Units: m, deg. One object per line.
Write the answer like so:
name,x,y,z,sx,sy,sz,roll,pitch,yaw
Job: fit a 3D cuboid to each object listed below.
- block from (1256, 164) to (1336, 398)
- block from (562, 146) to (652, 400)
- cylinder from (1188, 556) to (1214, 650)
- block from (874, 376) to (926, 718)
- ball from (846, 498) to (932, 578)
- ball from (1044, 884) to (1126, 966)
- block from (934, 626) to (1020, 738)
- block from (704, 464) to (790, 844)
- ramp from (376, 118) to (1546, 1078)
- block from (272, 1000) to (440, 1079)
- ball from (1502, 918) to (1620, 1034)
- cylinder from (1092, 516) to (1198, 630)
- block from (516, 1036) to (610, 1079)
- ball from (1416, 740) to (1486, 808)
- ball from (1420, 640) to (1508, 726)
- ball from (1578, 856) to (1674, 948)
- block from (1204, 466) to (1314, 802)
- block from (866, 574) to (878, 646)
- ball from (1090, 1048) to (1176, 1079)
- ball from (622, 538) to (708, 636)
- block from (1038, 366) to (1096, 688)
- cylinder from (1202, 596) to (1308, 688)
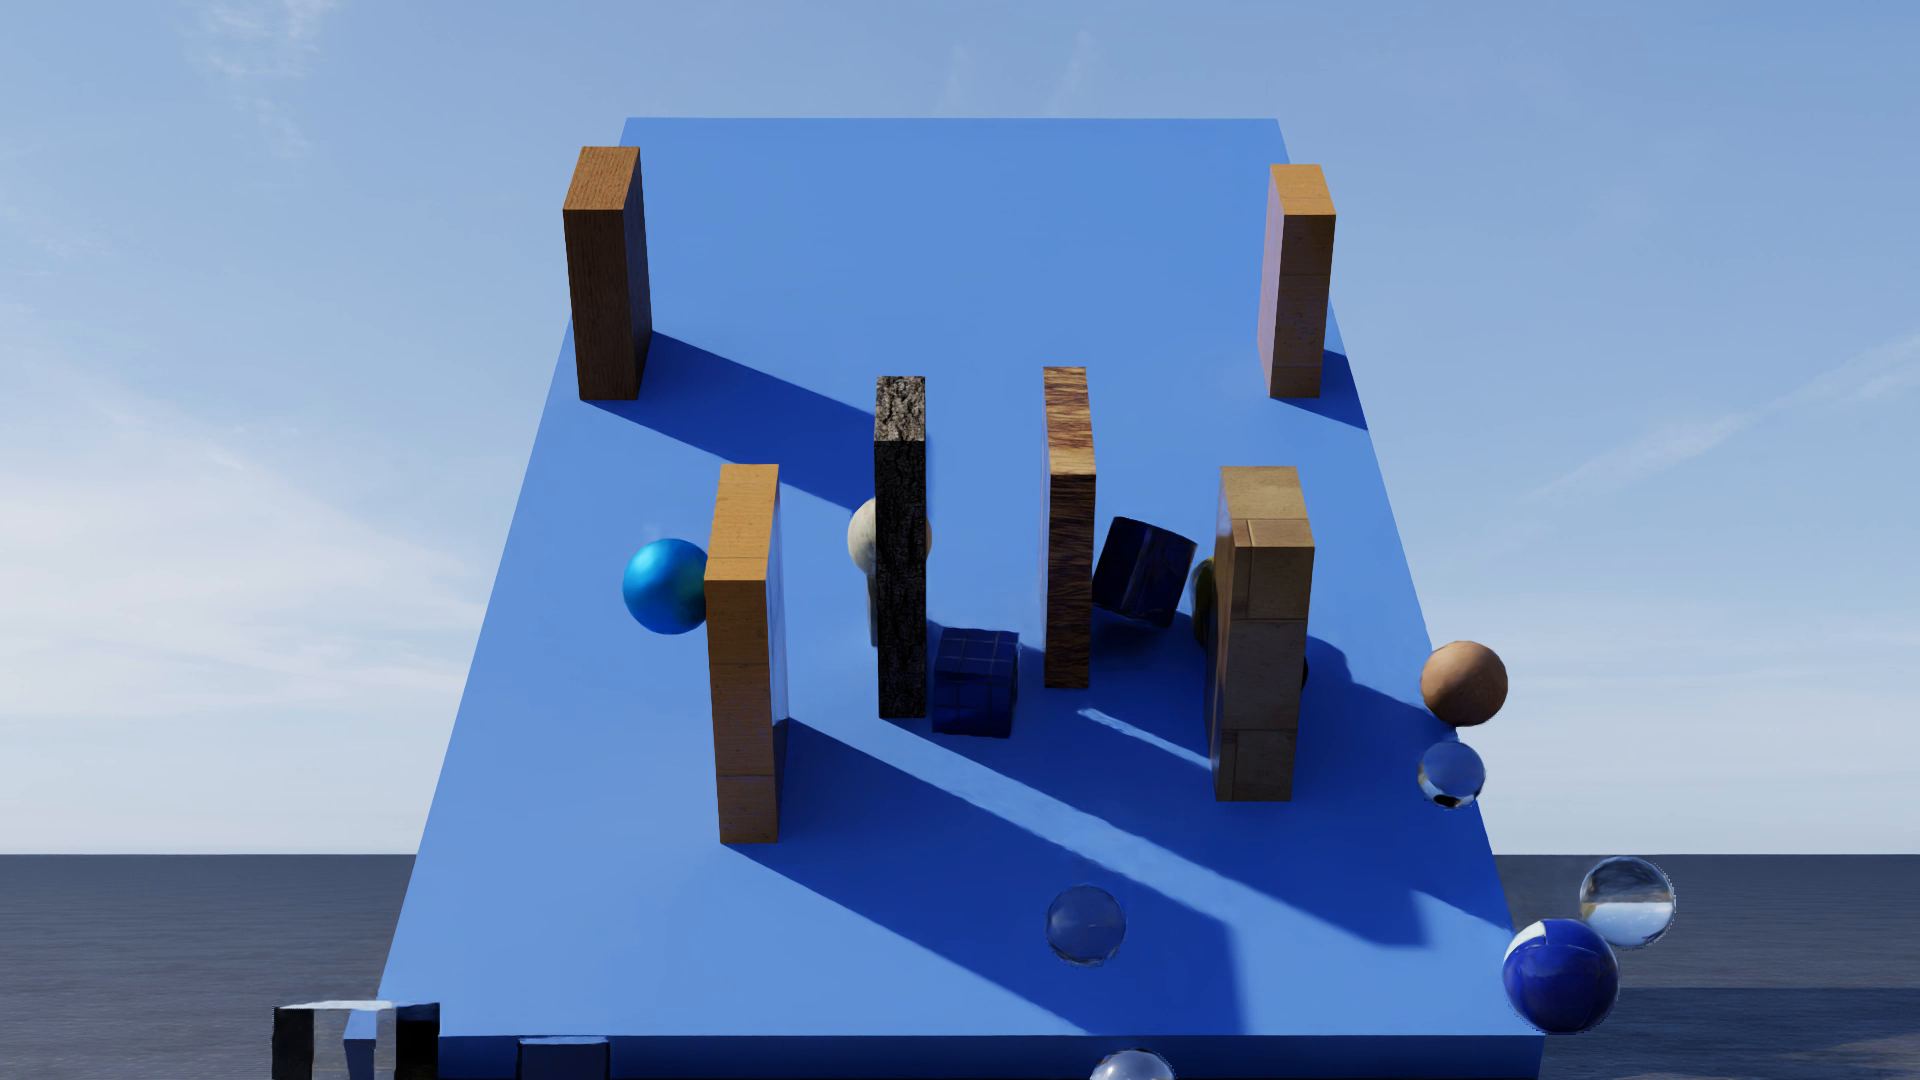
block,0.825,-0.638,6.034,0.123,0.493,0.294,0,32,0
block,-0.864,-0.659,6.041,0.142,0.510,0.372,0,32,0
cylinder,0.561,0.136,5.125,0.156,0.156,0.156,0,32,1
block,-0.115,0.018,4.852,0.094,0.641,0.253,0,32,0
ball,-0.147,-0.005,5.118,0.179,0.179,0.179,0,-7,0
ball,0.219,0.674,4.284,0.142,0.142,0.142,0,-7,0
block,0.033,0.284,4.890,0.152,0.152,0.152,4,32,6
block,-0.395,0.212,4.593,0.107,0.588,0.397,0,32,0
ramp,-0.015,-0.187,5.870,2.000,0.100,4.000,0,32,0
block,-0.867,0.753,3.520,0.168,0.168,0.168,-3,-7,19
ball,1.016,0.737,4.148,0.193,0.193,0.193,0,-7,0
cylinder,0.380,0.069,5.119,0.187,0.187,0.187,19,-4,1
block,-0.561,0.769,3.460,0.122,0.122,0.122,2,-7,-13
ball,0.935,0.446,4.663,0.128,0.128,0.128,0,-7,0
ball,1.004,0.286,4.878,0.172,0.172,0.172,0,-7,0
ball,1.238,0.673,4.553,0.170,0.170,0.170,0,-7,0
block,0.563,0.180,4.659,0.142,0.579,0.283,0,32,0
block,-0.137,0.145,5.150,0.109,0.109,0.109,-3,32,-6
ball,0.235,0.754,3.338,0.122,0.122,0.122,0,-7,0
ball,-0.560,0.091,4.747,0.188,0.188,0.188,0,-7,0
block,0.217,-0.029,5.054,0.088,0.508,0.438,0,32,0
cylinder,0.596,0.213,4.964,0.197,0.197,0.197,0,32,1
